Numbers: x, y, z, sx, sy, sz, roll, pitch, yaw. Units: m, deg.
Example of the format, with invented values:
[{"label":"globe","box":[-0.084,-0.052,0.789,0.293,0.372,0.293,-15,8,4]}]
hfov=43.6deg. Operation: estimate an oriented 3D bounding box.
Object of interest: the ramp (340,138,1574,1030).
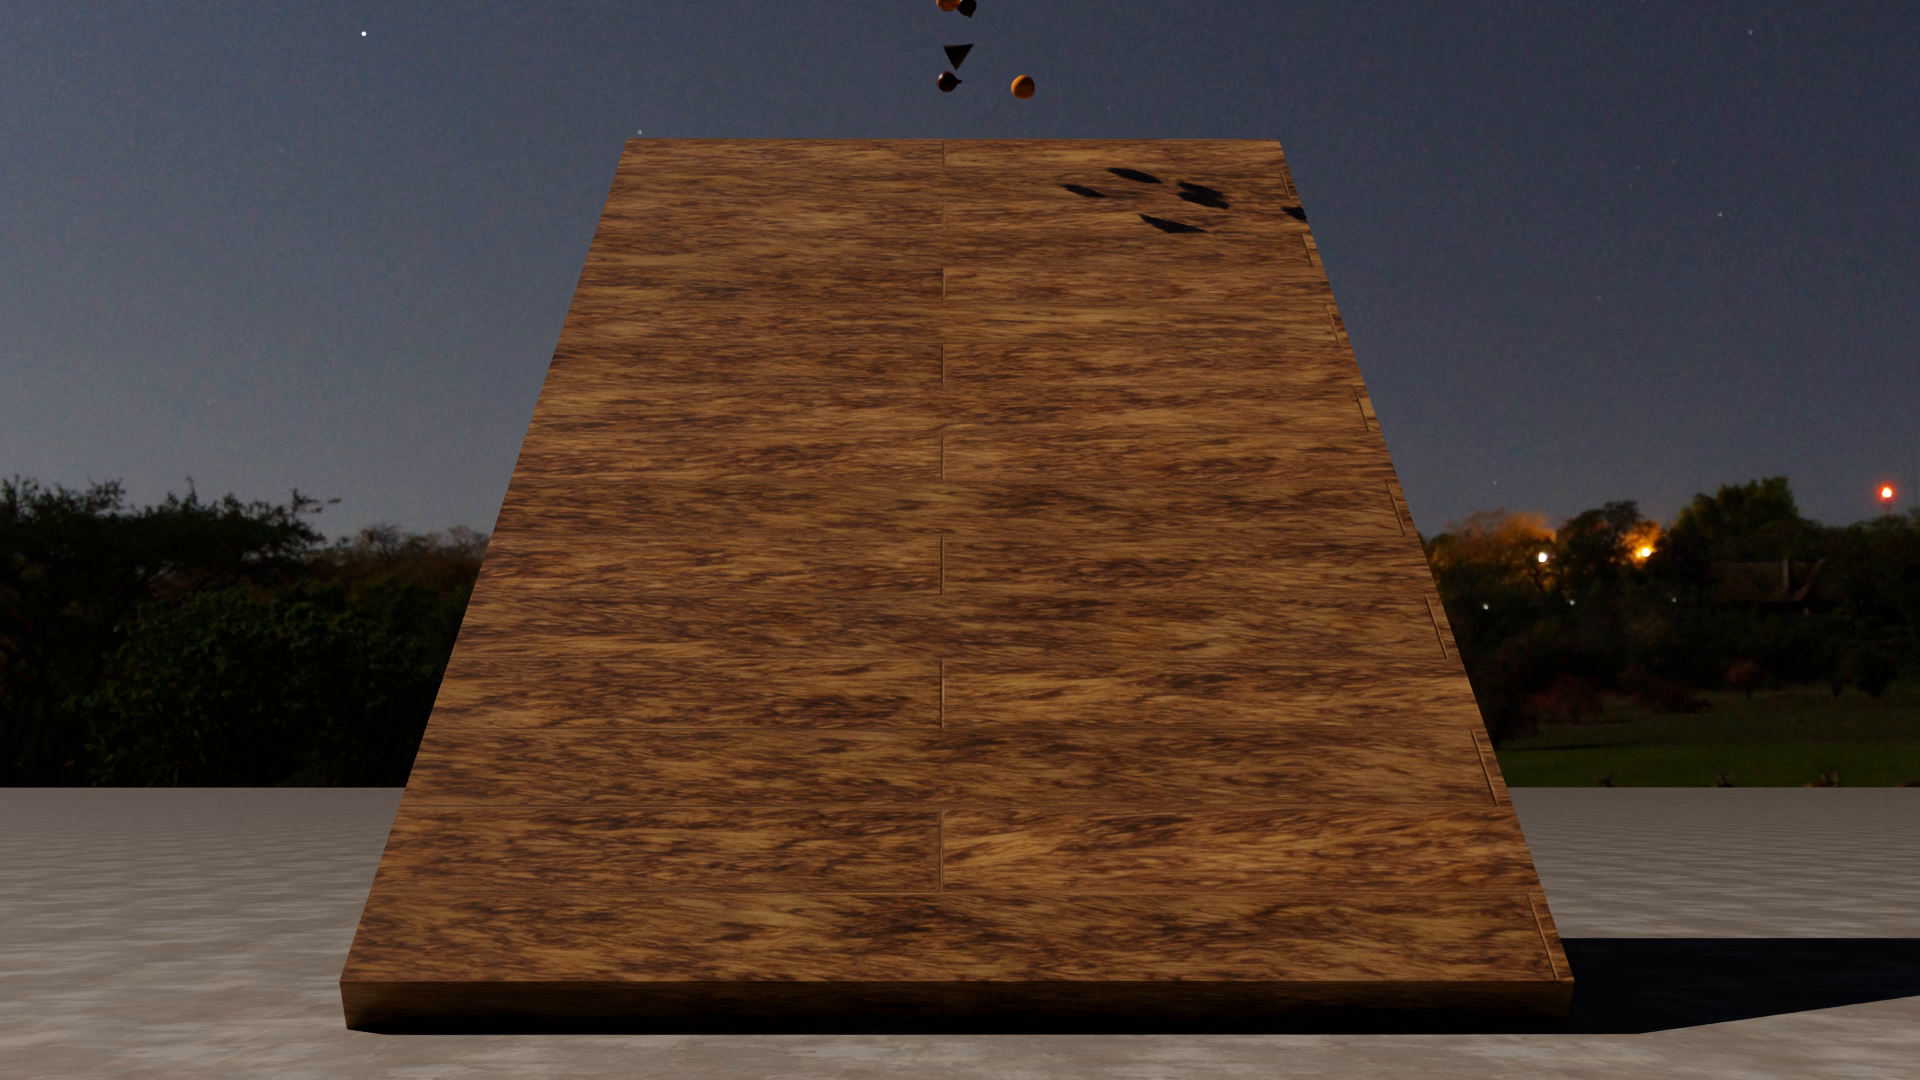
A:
[{"label":"ramp","box":[-0.012,-0.216,5.662,2.000,0.100,4.000,0,29,0]}]

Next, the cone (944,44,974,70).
[{"label":"cone","box":[0.006,-1.437,7.061,0.082,0.082,0.082,-28,-11,9]}]
